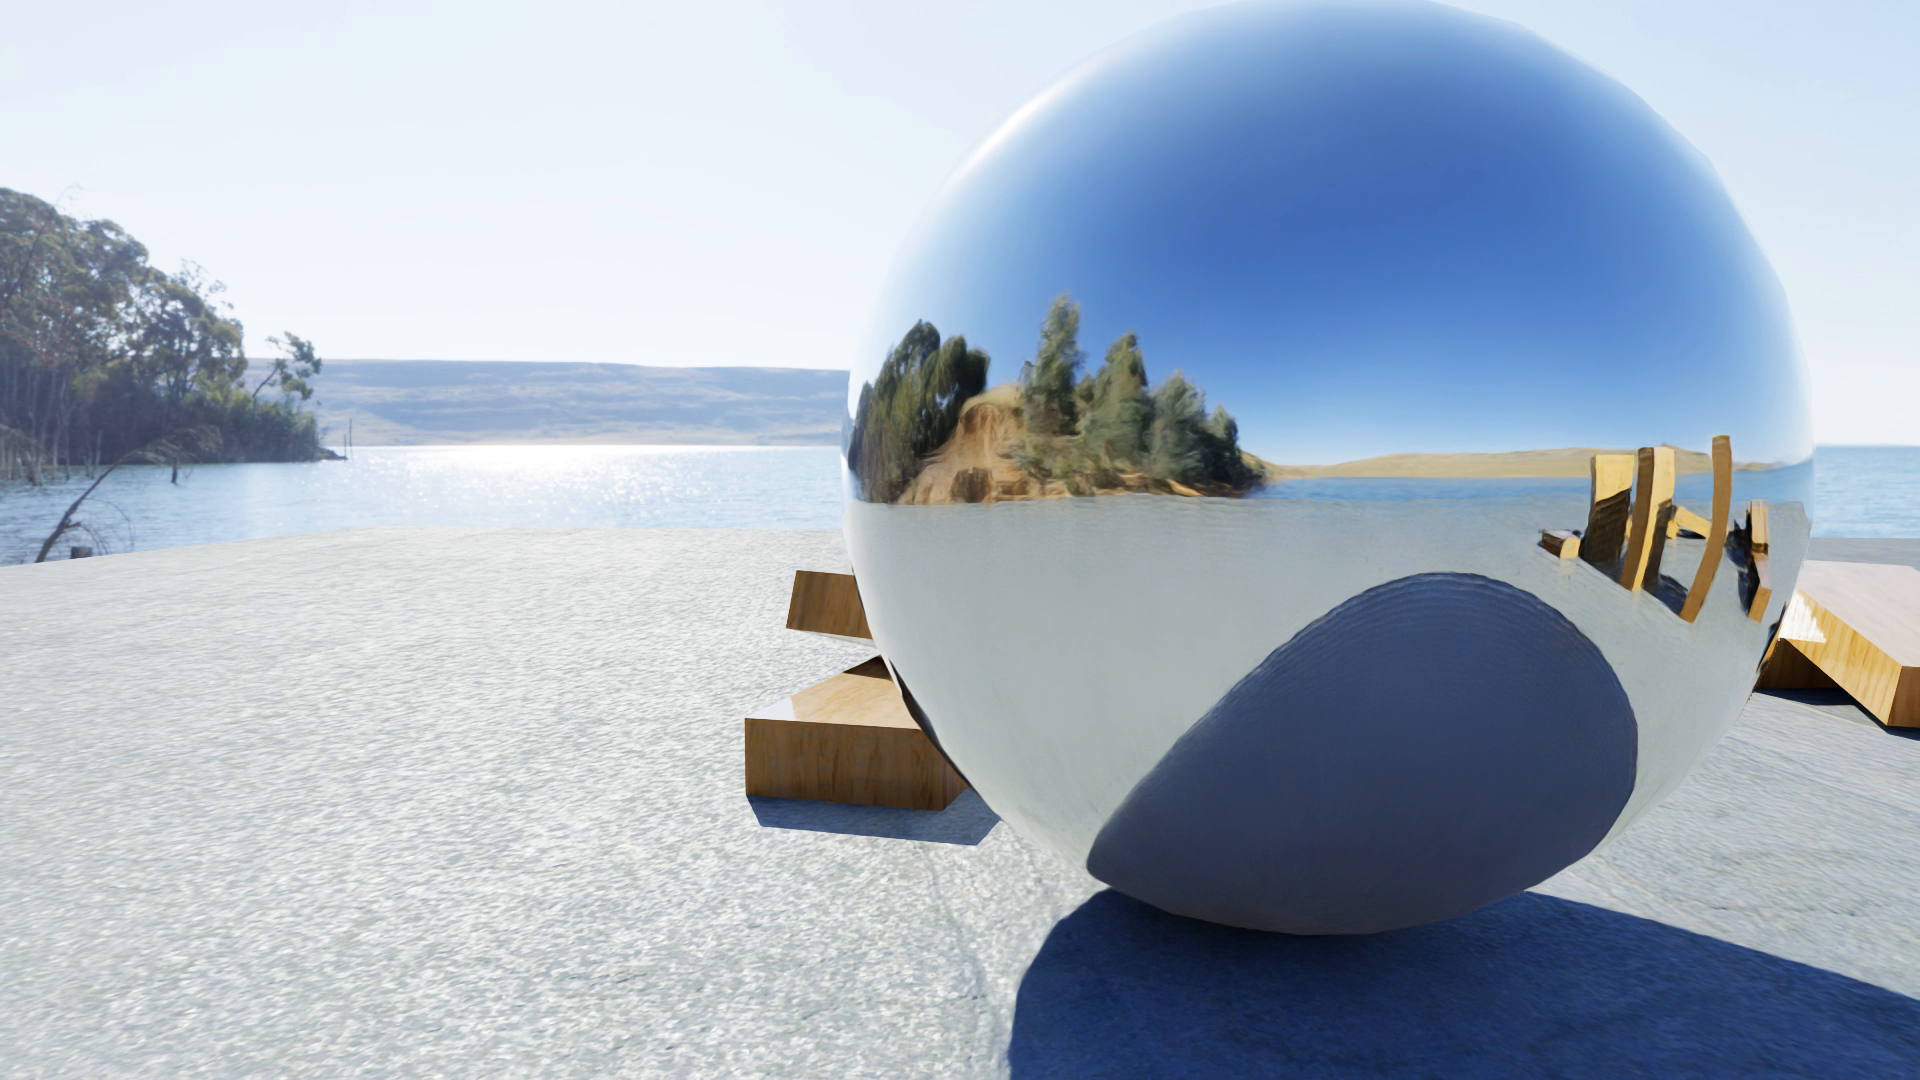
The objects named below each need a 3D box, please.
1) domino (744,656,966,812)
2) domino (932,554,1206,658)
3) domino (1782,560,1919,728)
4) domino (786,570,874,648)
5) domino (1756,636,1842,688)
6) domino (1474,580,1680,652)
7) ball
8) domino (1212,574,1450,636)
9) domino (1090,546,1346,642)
[{"bbox_3d":[-0.007,0.025,0.176,0.025,0.010,0.050,1,4,16],"label":"domino"},{"bbox_3d":[0.021,0.013,0.249,0.050,0.009,0.025,15,-6,-38],"label":"domino"},{"bbox_3d":[0.153,0.016,0.209,0.025,0.009,0.050,4,18,9],"label":"domino"},{"bbox_3d":[-0.002,0.015,0.216,0.025,0.010,0.050,3,-10,39],"label":"domino"},{"bbox_3d":[0.146,0.014,0.246,0.025,0.009,0.050,0,18,-4],"label":"domino"},{"bbox_3d":[0.139,0.016,0.287,0.025,0.009,0.050,0,4,-4],"label":"domino"},{"bbox_3d":[0.029,-0.006,0.116,0.080,0.080,0.080,0,4,0],"label":"ball"},{"bbox_3d":[0.088,0.015,0.306,0.050,0.010,0.025,2,5,29],"label":"domino"},{"bbox_3d":[0.055,0.012,0.273,0.050,0.009,0.025,14,-4,-33],"label":"domino"}]
